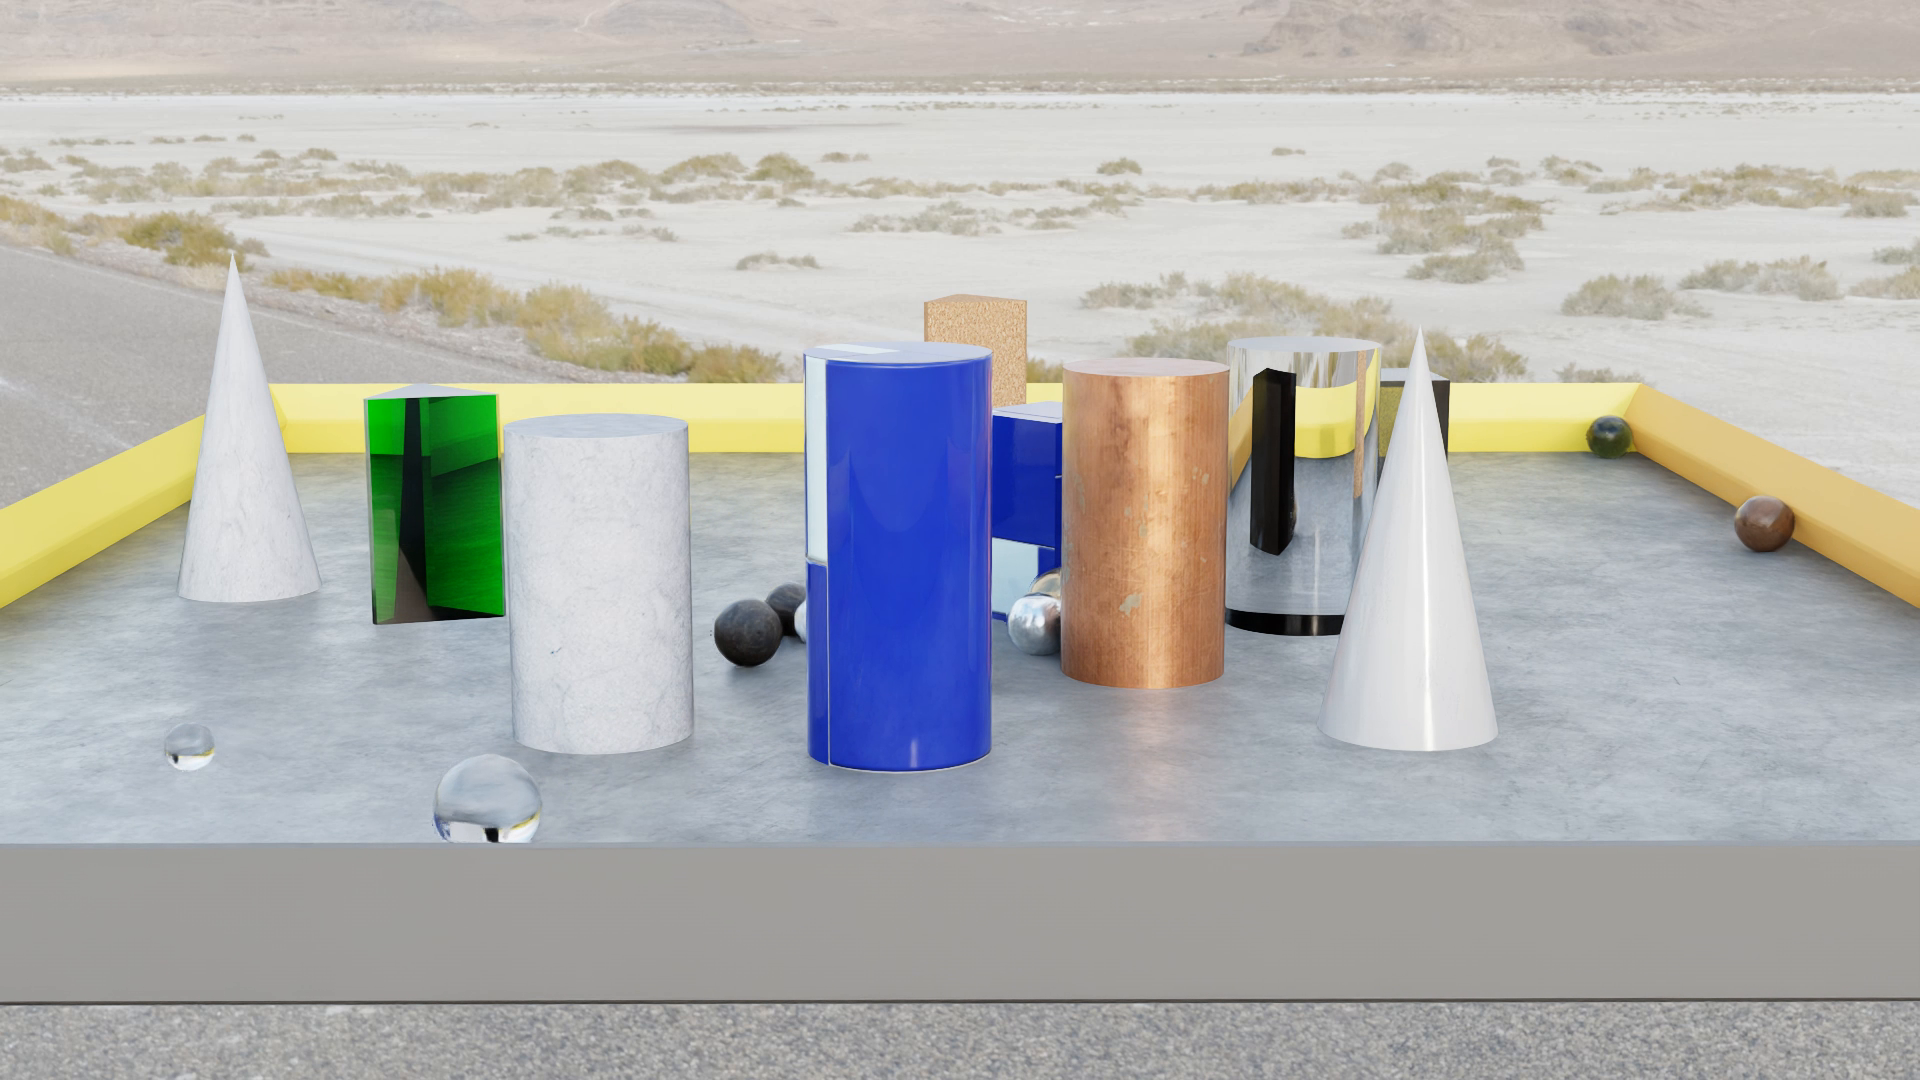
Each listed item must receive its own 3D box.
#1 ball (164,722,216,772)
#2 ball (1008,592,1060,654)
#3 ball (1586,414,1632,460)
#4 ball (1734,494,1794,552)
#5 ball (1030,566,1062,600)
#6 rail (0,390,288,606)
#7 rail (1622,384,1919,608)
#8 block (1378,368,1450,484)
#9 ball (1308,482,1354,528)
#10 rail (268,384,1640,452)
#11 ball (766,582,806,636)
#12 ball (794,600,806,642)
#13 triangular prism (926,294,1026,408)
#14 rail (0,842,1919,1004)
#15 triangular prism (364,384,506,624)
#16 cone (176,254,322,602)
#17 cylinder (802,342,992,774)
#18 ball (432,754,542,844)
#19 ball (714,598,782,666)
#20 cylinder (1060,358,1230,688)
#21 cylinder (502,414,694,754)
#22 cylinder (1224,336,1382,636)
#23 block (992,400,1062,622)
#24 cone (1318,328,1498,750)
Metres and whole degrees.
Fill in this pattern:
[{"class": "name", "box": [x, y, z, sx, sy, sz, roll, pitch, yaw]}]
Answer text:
[{"class": "ball", "box": [-0.805, 0.216, 2.682, 0.052, 0.052, 0.052, 0, 10, 0]}, {"class": "ball", "box": [0.098, 0.105, 3.212, 0.078, 0.078, 0.078, 0, 10, 0]}, {"class": "ball", "box": [1.216, -0.193, 4.808, 0.083, 0.083, 0.083, 0, 10, 0]}, {"class": "ball", "box": [1.219, -0.025, 3.888, 0.087, 0.087, 0.087, 0, 10, 0]}, {"class": "ball", "box": [0.135, 0.082, 3.287, 0.096, 0.096, 0.096, 0, 10, 0]}, {"class": "rail", "box": [-1.283, 0.035, 3.441, 0.045, 0.130, 2.935, 0, 10, 0]}, {"class": "rail", "box": [1.283, 0.032, 3.456, 0.045, 0.130, 2.935, 0, 10, 0]}, {"class": "block", "box": [0.653, -0.127, 3.967, 0.160, 0.259, 0.160, -1, 11, -6]}, {"class": "ball", "box": [0.592, -0.056, 4.093, 0.074, 0.074, 0.074, 0, 10, 0]}, {"class": "rail", "box": [-0.008, -0.229, 4.868, 2.613, 0.130, 0.045, 0, 10, 0]}, {"class": "ball", "box": [-0.218, 0.090, 3.311, 0.071, 0.071, 0.071, 0, 10, 0]}, {"class": "ball", "box": [-0.178, 0.103, 3.254, 0.066, 0.066, 0.066, 0, 10, 0]}, {"class": "triangular prism", "box": [0.013, -0.246, 4.392, 0.173, 0.338, 0.150, -2, 11, -10]}, {"class": "rail", "box": [0.008, 0.296, 2.029, 2.613, 0.130, 0.045, 0, 10, 0]}, {"class": "triangular prism", "box": [-0.714, -0.053, 3.456, 0.173, 0.300, 0.150, -3, 11, -18]}, {"class": "cone", "box": [-1.004, -0.166, 3.584, 0.200, 0.474, 0.200, 0, 10, 0]}, {"class": "cylinder", "box": [-0.065, 0.013, 2.734, 0.200, 0.431, 0.200, 0, 10, 0]}, {"class": "ball", "box": [-0.438, 0.248, 2.375, 0.100, 0.100, 0.100, 0, 10, 0]}, {"class": "ball", "box": [-0.260, 0.113, 3.147, 0.085, 0.085, 0.085, 0, 10, 0]}, {"class": "cylinder", "box": [0.223, -0.025, 3.102, 0.200, 0.372, 0.200, 0, 10, 0]}, {"class": "cylinder", "box": [-0.395, 0.043, 2.816, 0.200, 0.342, 0.200, 0, 10, 0]}, {"class": "cylinder", "box": [0.449, -0.075, 3.383, 0.200, 0.368, 0.200, 0, 10, 0]}, {"class": "block", "box": [0.123, -0.036, 3.433, 0.160, 0.274, 0.160, 10, 15, 44]}, {"class": "cone", "box": [0.498, -0.013, 2.819, 0.200, 0.451, 0.200, 0, 10, 0]}]
